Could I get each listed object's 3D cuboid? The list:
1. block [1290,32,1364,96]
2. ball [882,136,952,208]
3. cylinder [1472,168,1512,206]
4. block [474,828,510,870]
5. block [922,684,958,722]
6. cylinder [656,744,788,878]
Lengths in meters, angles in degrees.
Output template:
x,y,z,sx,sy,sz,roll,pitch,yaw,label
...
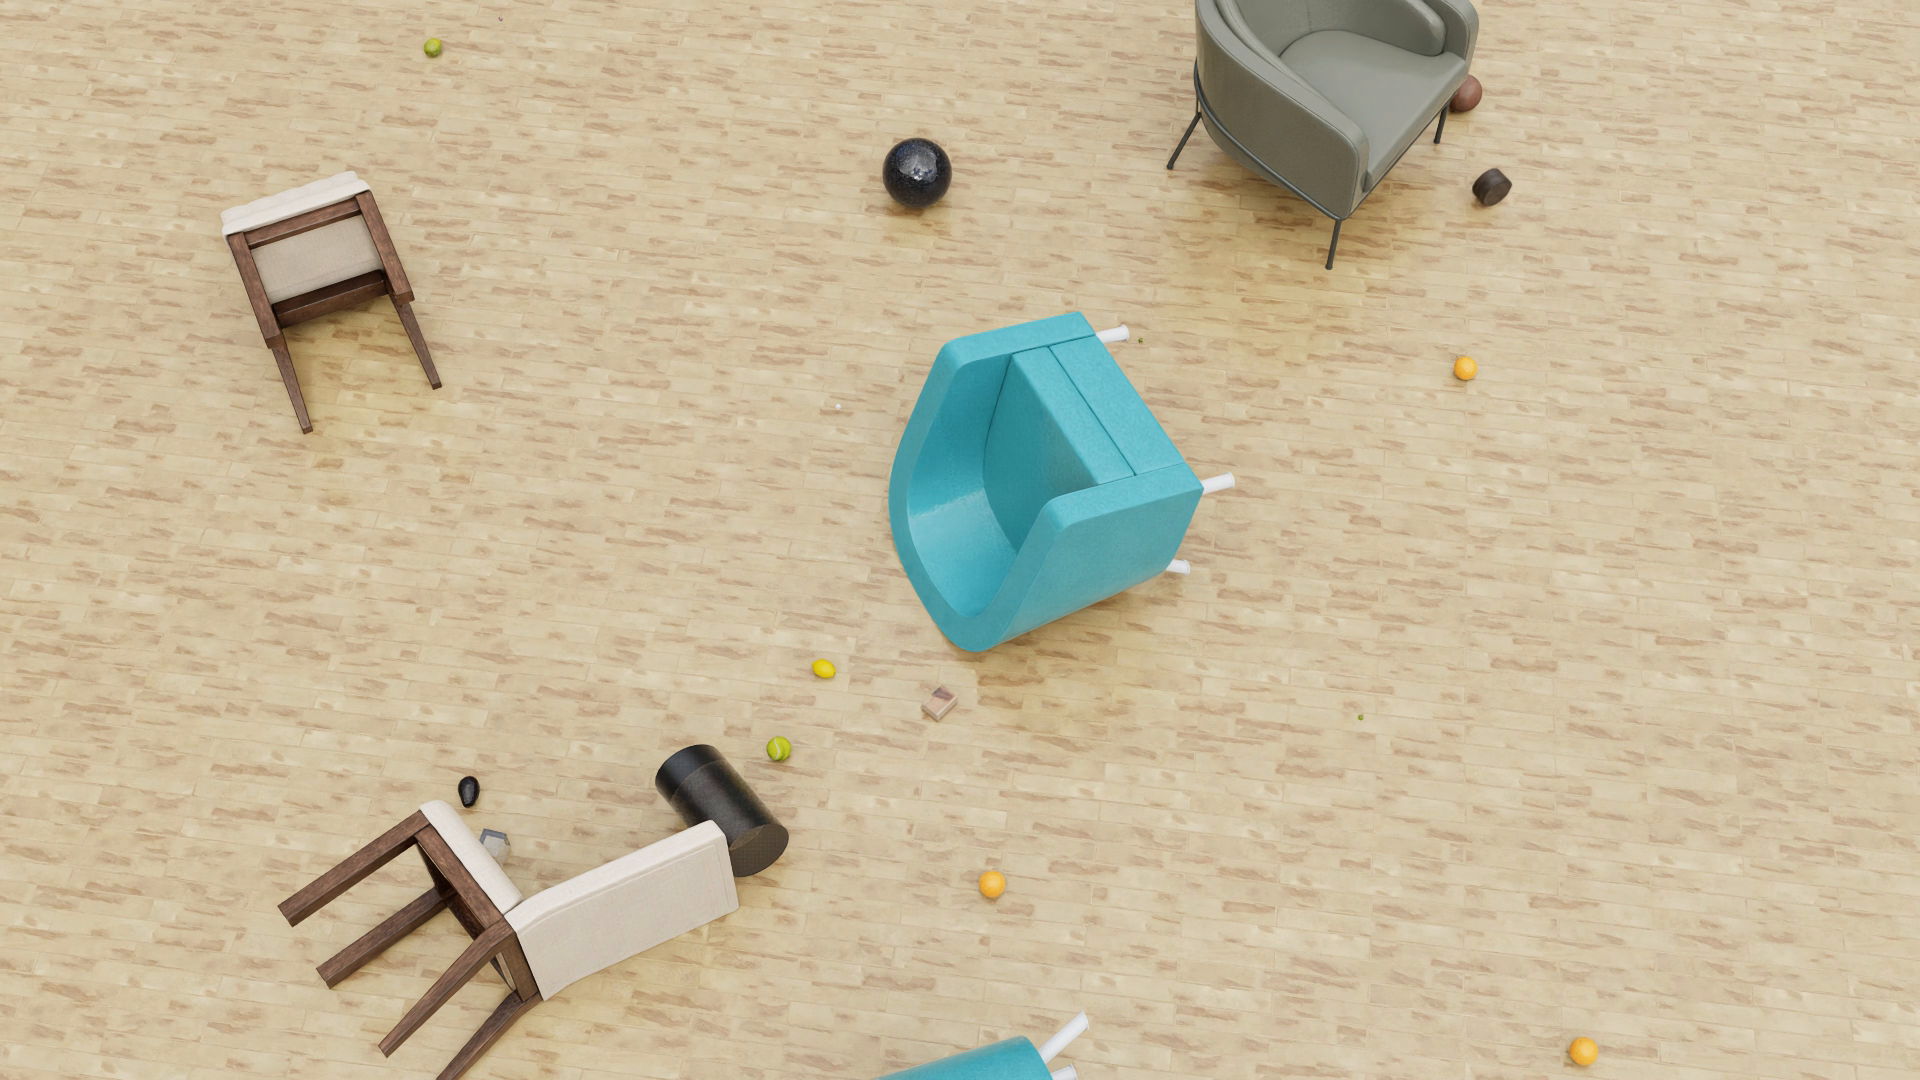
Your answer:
x,y,z,sx,sy,sz,roll,pitch,yaw,label
1.269,-1.645,7.611,0.209,0.111,0.153,-10,57,-7,block
-0.141,-1.209,7.244,0.234,0.234,0.234,0,56,0,ball
1.763,-1.169,7.290,0.113,0.111,0.063,-41,60,12,cylinder
-1.268,0.838,5.966,0.064,0.077,0.072,12,57,8,block
-0.057,0.464,6.237,0.060,0.042,0.085,37,64,22,block
-0.640,0.728,5.920,0.191,0.289,0.308,-45,64,1,cylinder
